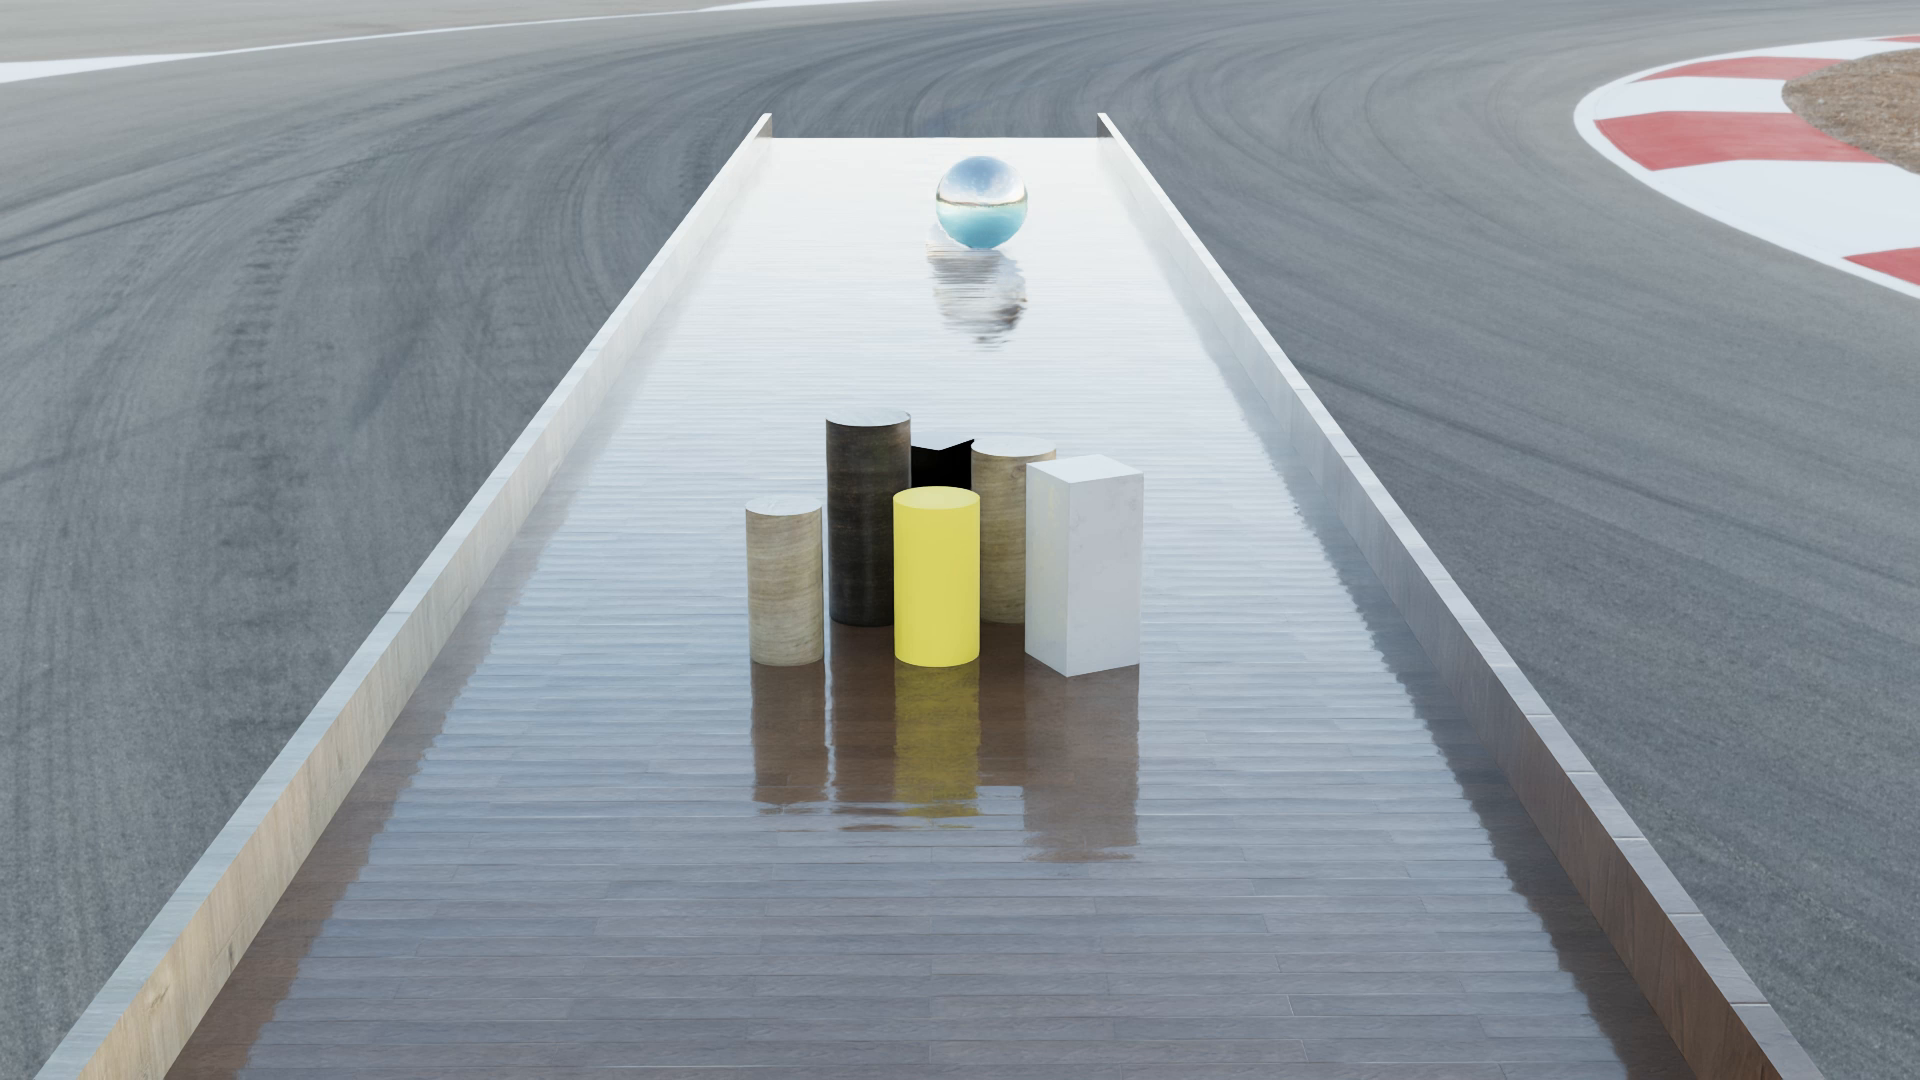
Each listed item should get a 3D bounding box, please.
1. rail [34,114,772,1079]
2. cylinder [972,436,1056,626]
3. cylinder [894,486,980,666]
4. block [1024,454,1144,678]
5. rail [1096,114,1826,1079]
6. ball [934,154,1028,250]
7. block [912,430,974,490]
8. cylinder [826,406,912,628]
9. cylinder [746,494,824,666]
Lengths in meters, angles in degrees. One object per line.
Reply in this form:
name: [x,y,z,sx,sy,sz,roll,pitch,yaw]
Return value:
rail: [-1.118,-0.838,7.780,0.050,0.150,12.000,0,17,-1]
cylinder: [0.112,-0.021,4.655,0.178,0.367,0.178,0,17,0]
cylinder: [-0.047,0.072,4.413,0.172,0.326,0.172,0,17,0]
block: [0.245,0.048,4.373,0.168,0.395,0.168,-9,19,-26]
rail: [0.932,-0.844,7.801,0.050,0.150,12.000,0,17,-1]
ball: [0.093,-1.441,9.373,0.399,0.399,0.399,0,17,0]
block: [-0.060,-0.067,4.893,0.132,0.319,0.132,12,20,34]
cylinder: [-0.191,-0.050,4.634,0.178,0.433,0.178,0,17,0]
cylinder: [-0.350,0.080,4.408,0.152,0.313,0.152,0,17,0]
